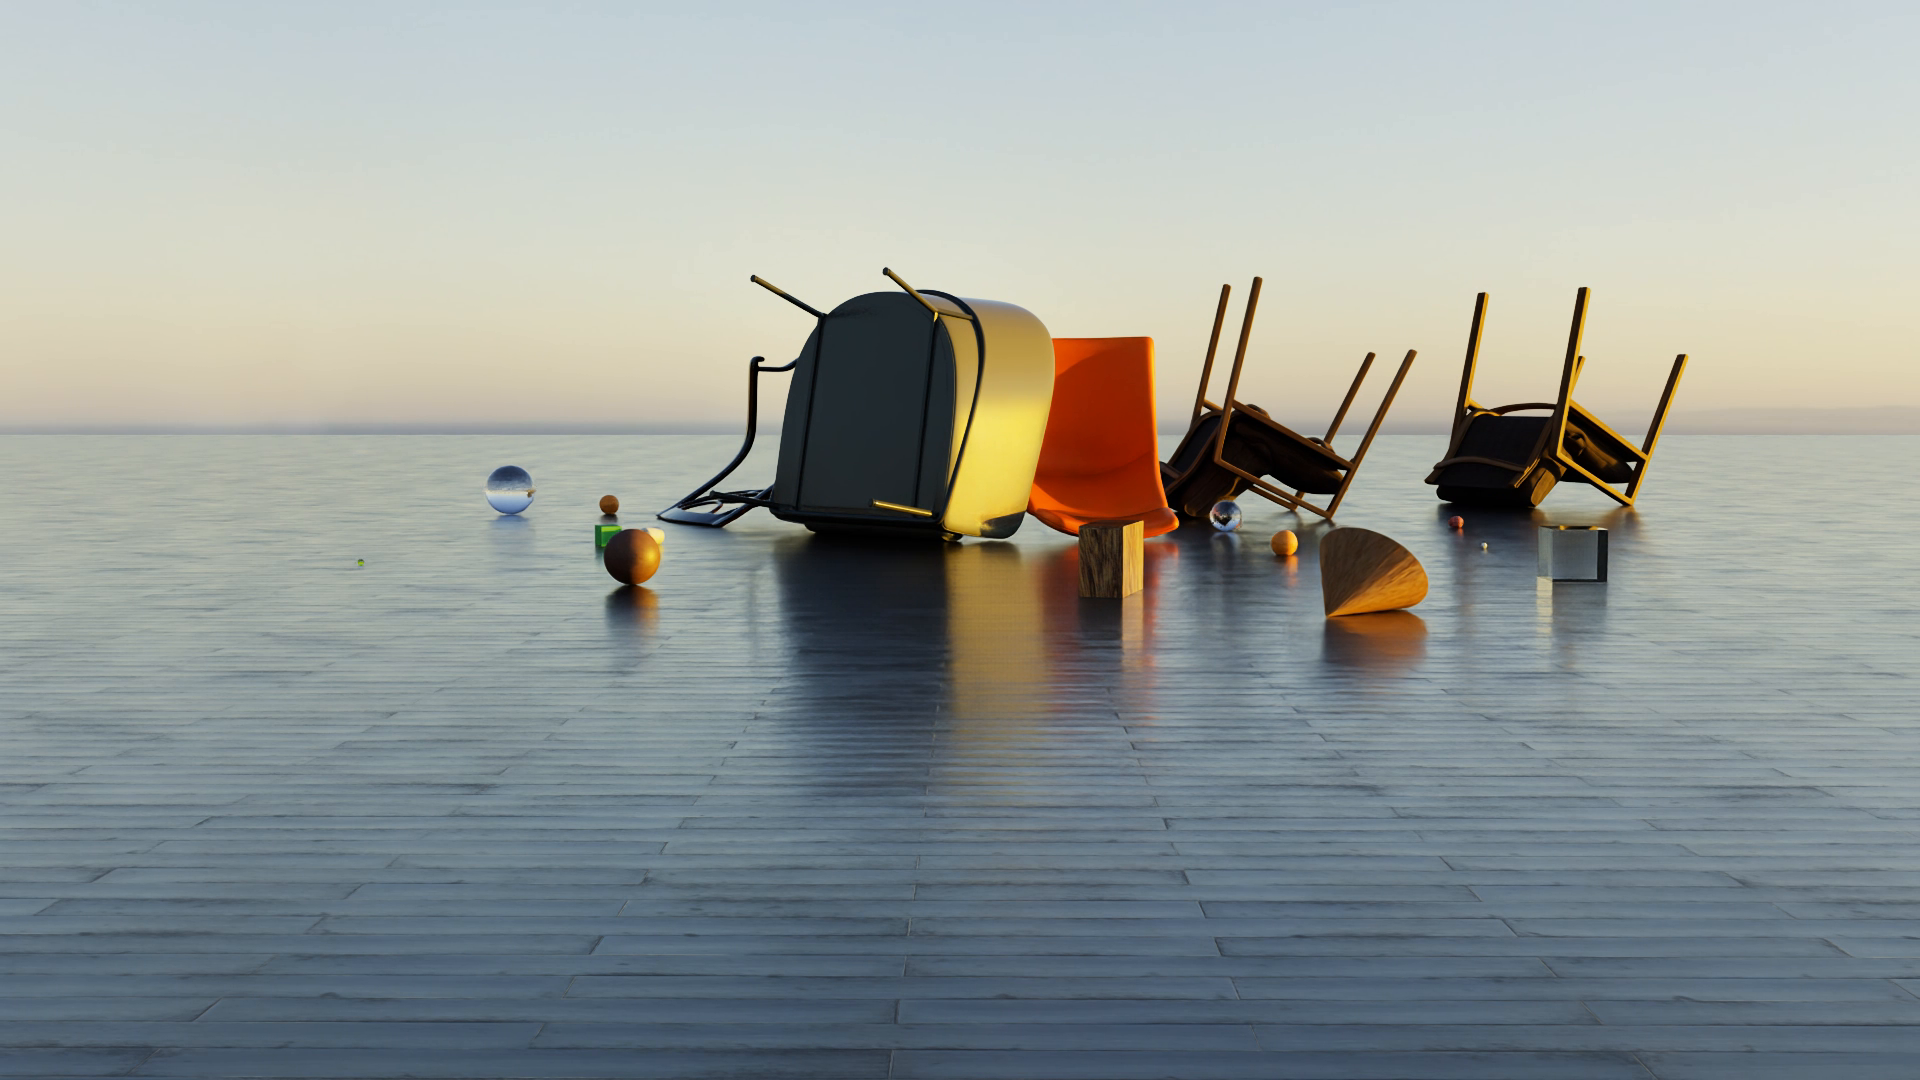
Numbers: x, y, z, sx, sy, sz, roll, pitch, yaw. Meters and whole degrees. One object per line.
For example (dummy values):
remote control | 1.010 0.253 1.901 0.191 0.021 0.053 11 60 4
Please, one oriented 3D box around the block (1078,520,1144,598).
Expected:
block | 0.334 0.039 4.852 0.098 0.154 0.231 1 4 15

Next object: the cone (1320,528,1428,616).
cone | 0.780 0.105 4.404 0.245 0.174 0.210 23 40 27

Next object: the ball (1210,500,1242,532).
ball | 0.838 -0.076 6.931 0.099 0.099 0.099 0 4 0

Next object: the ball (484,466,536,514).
ball | -1.609 -0.179 7.867 0.177 0.177 0.177 0 4 0

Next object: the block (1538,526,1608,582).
block | 1.444 0.032 5.187 0.128 0.122 0.141 0 4 1

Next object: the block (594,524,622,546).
block | -1.017 -0.014 6.354 0.058 0.055 0.097 -1 4 -21
